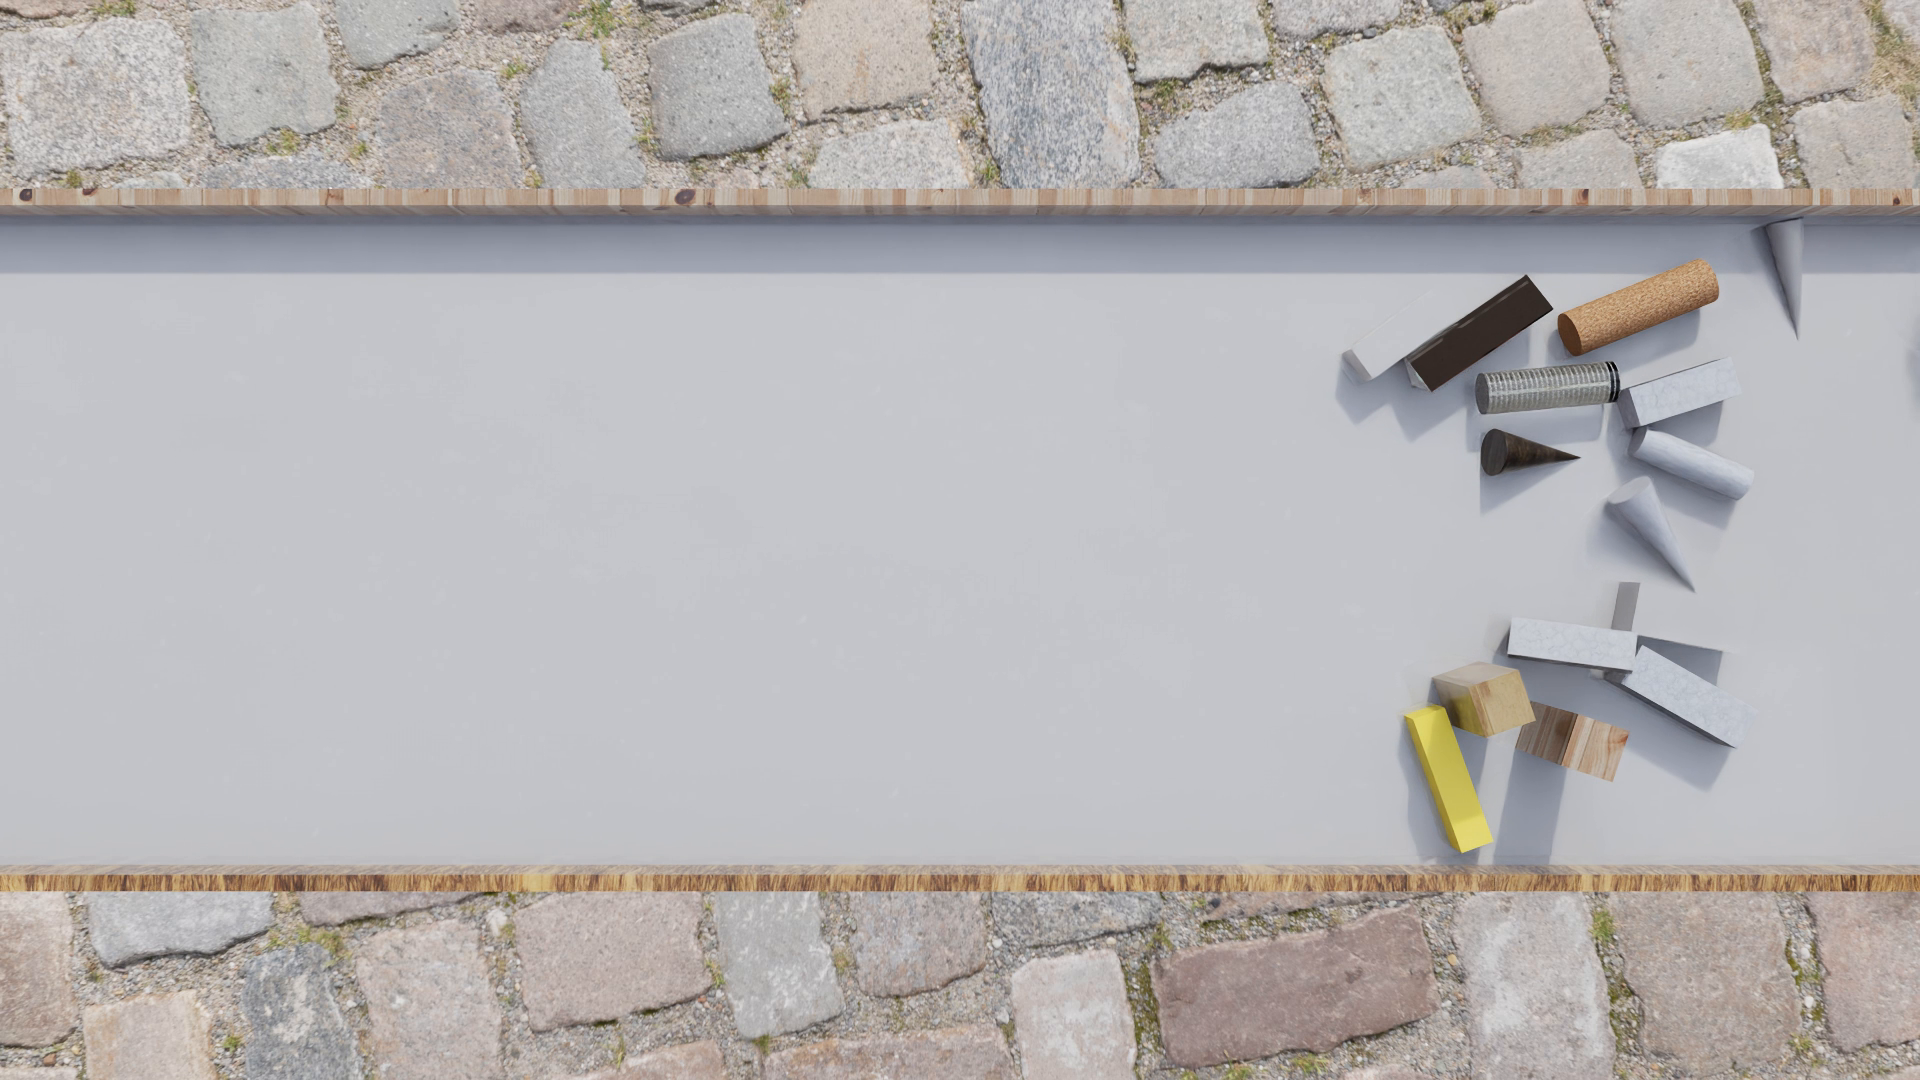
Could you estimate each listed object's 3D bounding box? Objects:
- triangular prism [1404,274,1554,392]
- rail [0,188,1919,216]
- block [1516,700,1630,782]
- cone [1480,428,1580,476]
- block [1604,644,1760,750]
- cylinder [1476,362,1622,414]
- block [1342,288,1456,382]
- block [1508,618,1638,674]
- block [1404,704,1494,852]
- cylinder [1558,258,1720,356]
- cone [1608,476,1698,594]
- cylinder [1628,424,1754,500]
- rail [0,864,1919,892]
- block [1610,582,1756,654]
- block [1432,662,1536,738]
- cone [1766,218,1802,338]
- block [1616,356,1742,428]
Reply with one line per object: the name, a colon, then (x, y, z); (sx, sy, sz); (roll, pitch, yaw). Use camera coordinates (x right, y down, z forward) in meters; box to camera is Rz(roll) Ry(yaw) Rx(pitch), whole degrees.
triangular prism: (1.573, -0.605, 4.988); (0.444, 0.134, 0.116); (-34, 48, 0)
rail: (-2.247, -1.025, 5.002); (12.000, 0.150, 0.050); (0, 90, 0)
block: (1.805, 0.592, 4.880); (0.154, 0.393, 0.154); (18, 90, 0)
cone: (1.768, -0.260, 5.041); (0.306, 0.144, 0.144); (2, 90, -13)
block: (2.189, 0.471, 5.011); (0.403, 0.132, 0.132); (29, 90, 0)
cylinder: (1.785, -0.462, 5.013); (0.398, 0.128, 0.128); (-5, 90, 0)
block: (1.337, -0.621, 5.020); (0.312, 0.113, 0.113); (-36, 90, 0)
block: (1.838, 0.317, 4.956); (0.353, 0.112, 0.112); (7, 82, 20)
block: (1.488, 0.725, 5.026); (0.102, 0.102, 0.430); (-20, 90, 0)
cylinder: (2.056, -0.705, 5.006); (0.446, 0.140, 0.140); (-22, 90, 0)
cone: (2.154, 0.010, 5.043); (0.136, 0.136, 0.409); (-37, 99, 0)
cylinder: (2.225, -0.238, 5.024); (0.352, 0.105, 0.105); (23, 90, 0)
rail: (-2.247, 1.025, 5.001); (12.000, 0.150, 0.050); (0, 90, 0)
block: (2.190, 0.235, 5.000); (0.352, 0.153, 0.153); (11, 90, 0)
block: (1.550, 0.469, 4.898); (0.153, 0.355, 0.153); (-19, 90, 0)
cone: (2.546, -0.790, 5.051); (0.103, 0.103, 0.373); (-11, 98, 0)
block: (2.182, -0.447, 5.017); (0.321, 0.118, 0.118); (-18, 90, 0)
